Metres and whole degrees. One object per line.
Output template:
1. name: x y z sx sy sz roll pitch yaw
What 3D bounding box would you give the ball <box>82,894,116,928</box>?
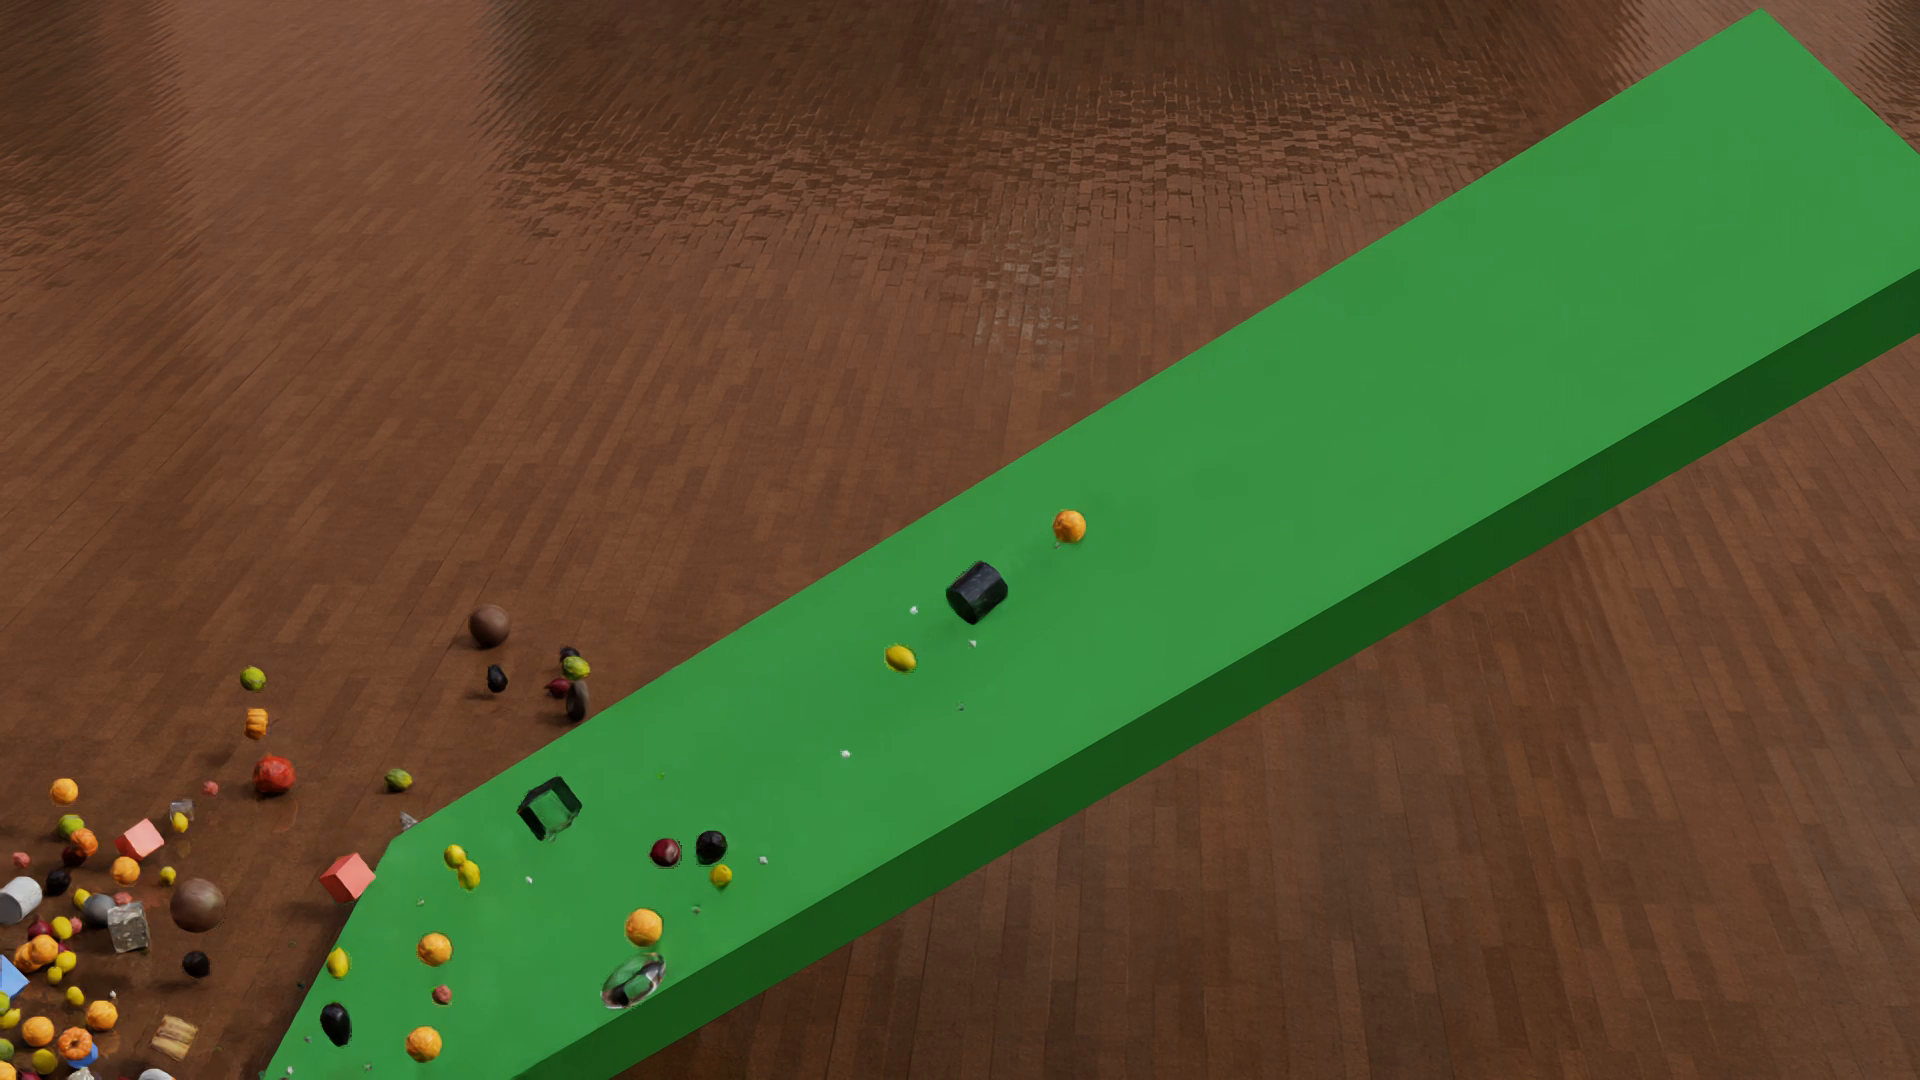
1. ball: -2.170 0.934 7.413 0.086 0.086 0.086 0 21 0

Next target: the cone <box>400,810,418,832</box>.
1. cone: -1.456 0.732 7.723 0.055 0.055 0.055 -30 -2 -1

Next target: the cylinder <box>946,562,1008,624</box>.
1. cylinder: 0.036 0.113 6.313 0.097 0.097 0.097 -41 38 -22

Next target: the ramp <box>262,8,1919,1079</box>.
1. ramp: 0.139 0.171 6.297 4.000 0.100 2.000 -31 16 14

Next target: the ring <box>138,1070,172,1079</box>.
1. ring: -1.784 1.218 6.529 0.093 0.093 0.031 6 17 15

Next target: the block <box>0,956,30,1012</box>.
1. block: -2.290 1.063 6.987 0.091 0.091 0.091 44 34 -1

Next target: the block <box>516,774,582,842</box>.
1. block: -0.958 0.627 6.872 0.094 0.094 0.094 -29 16 21

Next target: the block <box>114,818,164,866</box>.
1. block: -2.156 0.794 7.726 0.080 0.080 0.080 -37 3 -42

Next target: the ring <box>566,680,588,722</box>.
1. ring: -1.118 0.471 8.601 0.040 0.121 0.121 6 17 -25

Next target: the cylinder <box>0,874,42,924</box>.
1. cylinder: -2.394 0.914 7.462 0.092 0.092 0.092 8 34 22

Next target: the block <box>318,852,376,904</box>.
1. block: -1.553 0.857 7.457 0.085 0.085 0.085 -20 21 45

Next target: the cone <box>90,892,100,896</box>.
1. cone: -2.216 0.938 7.486 0.069 0.069 0.069 -19 8 34

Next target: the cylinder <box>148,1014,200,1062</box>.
1. cylinder: -1.798 1.139 6.729 0.083 0.083 0.083 22 -18 7

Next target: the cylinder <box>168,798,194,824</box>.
1. cylinder: -2.112 0.735 7.983 0.060 0.060 0.060 -9 22 -19

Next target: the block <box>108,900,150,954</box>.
1. block: -2.070 0.964 7.324 0.084 0.084 0.084 -15 23 -12

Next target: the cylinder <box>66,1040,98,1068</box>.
1. cylinder: -2.016 1.182 6.755 0.059 0.059 0.059 -1 -4 -2

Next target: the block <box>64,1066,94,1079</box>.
1. block: -1.976 1.224 6.571 0.060 0.060 0.060 -31 0 23

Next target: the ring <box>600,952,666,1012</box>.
1. ring: -0.621 0.840 5.596 0.143 0.048 0.143 -31 16 10
